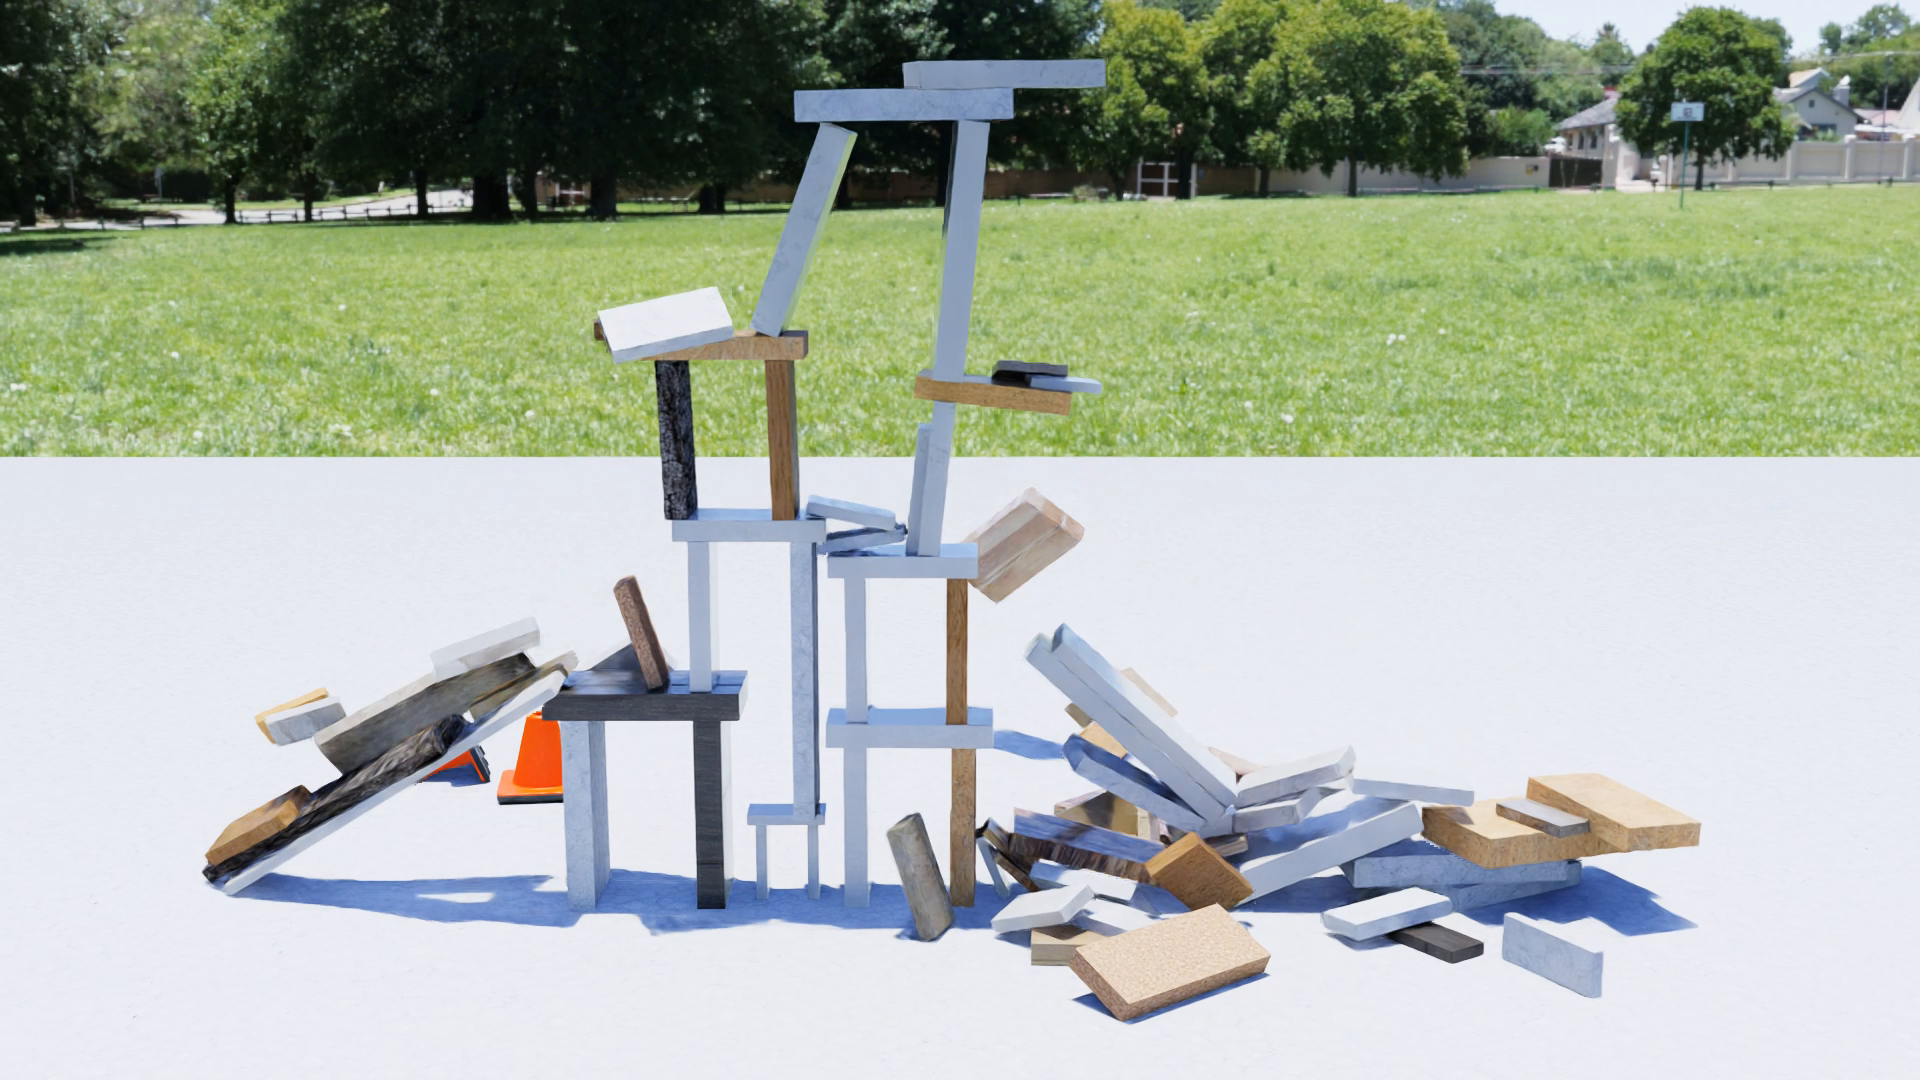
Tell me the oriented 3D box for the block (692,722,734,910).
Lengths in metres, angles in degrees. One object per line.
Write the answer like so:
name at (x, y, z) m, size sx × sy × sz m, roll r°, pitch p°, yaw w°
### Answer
block at (-0.408, 0.433, 3.644) m, size 0.045 × 0.318 × 0.159 m, roll 0°, pitch 11°, yaw 0°

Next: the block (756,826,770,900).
block at (-0.327, 0.526, 3.660) m, size 0.018 × 0.129 × 0.064 m, roll 0°, pitch 11°, yaw -1°

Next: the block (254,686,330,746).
block at (-1.107, 0.294, 3.679) m, size 0.123 × 0.062 × 0.017 m, roll -23°, pitch 46°, yaw -5°

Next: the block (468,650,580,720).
block at (-0.712, 0.237, 3.595) m, size 0.175 × 0.025 × 0.087 m, roll -26°, pitch 9°, yaw 6°

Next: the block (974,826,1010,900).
block at (0.054, 0.536, 3.659) m, size 0.016 × 0.112 × 0.056 m, roll -22°, pitch 9°, yaw 6°

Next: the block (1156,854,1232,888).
block at (0.386, 0.538, 3.684) m, size 0.135 × 0.019 × 0.068 m, roll -25°, pitch 10°, yaw 5°

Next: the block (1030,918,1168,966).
block at (0.234, 0.621, 3.404) m, size 0.247 × 0.035 × 0.123 m, roll 1°, pitch 11°, yaw 3°

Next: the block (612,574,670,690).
block at (-0.519, 0.148, 3.583) m, size 0.025 × 0.175 × 0.087 m, roll -18°, pitch 10°, yaw 3°

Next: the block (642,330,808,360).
block at (-0.372, -0.311, 3.501) m, size 0.254 × 0.036 × 0.127 m, roll 0°, pitch 11°, yaw 0°

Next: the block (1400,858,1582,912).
block at (0.895, 0.564, 3.704) m, size 0.275 × 0.039 × 0.138 m, roll -6°, pitch 12°, yaw -29°

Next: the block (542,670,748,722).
block at (-0.514, 0.255, 3.611) m, size 0.318 × 0.045 × 0.159 m, roll 0°, pitch 11°, yaw 0°

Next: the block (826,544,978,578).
block at (-0.091, 0.033, 3.556) m, size 0.241 × 0.034 × 0.121 m, roll 0°, pitch 11°, yaw 0°

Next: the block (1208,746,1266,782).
block at (0.475, 0.393, 3.753) m, size 0.114 × 0.016 × 0.057 m, roll 23°, pitch 25°, yaw -18°

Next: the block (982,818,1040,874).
block at (0.085, 0.510, 3.652) m, size 0.112 × 0.016 × 0.056 m, roll 41°, pitch 12°, yaw -5°

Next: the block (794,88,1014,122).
block at (-0.090, -0.680, 3.438) m, size 0.334 × 0.047 × 0.167 m, roll -1°, pitch 11°, yaw -3°

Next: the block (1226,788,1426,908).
block at (0.581, 0.498, 3.652) m, size 0.355 × 0.050 × 0.177 m, roll -23°, pitch 10°, yaw 5°

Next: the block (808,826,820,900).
block at (-0.243, 0.526, 3.660) m, size 0.018 × 0.129 × 0.064 m, roll 0°, pitch 11°, yaw -1°

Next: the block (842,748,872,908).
block at (-0.170, 0.457, 3.644) m, size 0.038 × 0.271 × 0.135 m, roll 0°, pitch 11°, yaw 0°

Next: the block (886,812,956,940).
block at (-0.062, 0.533, 3.486) m, size 0.026 × 0.182 × 0.091 m, roll -17°, pitch 4°, yaw 22°

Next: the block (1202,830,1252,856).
block at (0.414, 0.509, 3.646) m, size 0.135 × 0.019 × 0.068 m, roll -18°, pitch 12°, yaw 20°

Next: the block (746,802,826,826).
block at (-0.286, 0.454, 3.645) m, size 0.129 × 0.018 × 0.064 m, roll 0°, pitch 11°, yaw -1°

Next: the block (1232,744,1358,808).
block at (0.549, 0.390, 3.626) m, size 0.195 × 0.028 × 0.098 m, roll -20°, pitch 4°, yaw 26°

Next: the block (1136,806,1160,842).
block at (0.326, 0.494, 3.797) m, size 0.019 × 0.068 × 0.135 m, roll -13°, pitch 51°, yaw 16°

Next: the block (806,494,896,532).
block at (-0.175, -0.044, 3.541) m, size 0.143 × 0.020 × 0.072 m, roll 11°, pitch 10°, yaw -3°

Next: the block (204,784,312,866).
block at (-1.177, 0.478, 3.688) m, size 0.181 × 0.026 × 0.090 m, roll -27°, pitch 20°, yaw 25°

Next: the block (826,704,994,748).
block at (-0.081, 0.305, 3.613) m, size 0.271 × 0.038 × 0.135 m, roll 0°, pitch 11°, yaw 0°

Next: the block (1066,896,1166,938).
block at (0.240, 0.591, 3.411) m, size 0.079 × 0.022 × 0.158 m, roll -10°, pitch 15°, yaw -43°

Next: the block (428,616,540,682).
block at (-0.765, 0.176, 3.547) m, size 0.175 × 0.025 × 0.087 m, roll -20°, pitch -16°, yaw -16°

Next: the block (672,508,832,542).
block at (-0.334, -0.025, 3.552) m, size 0.246 × 0.035 × 0.123 m, roll 0°, pitch 11°, yaw 1°

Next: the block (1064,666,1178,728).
block at (0.339, 0.358, 4.585) m, size 0.145 × 0.041 × 0.290 m, roll 44°, pitch 25°, yaw 13°

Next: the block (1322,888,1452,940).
block at (0.676, 0.591, 3.481) m, size 0.183 × 0.026 × 0.091 m, roll -10°, pitch 7°, yaw -25°

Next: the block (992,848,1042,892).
block at (0.102, 0.551, 3.644) m, size 0.112 × 0.016 × 0.056 m, roll 41°, pitch 10°, yaw -5°

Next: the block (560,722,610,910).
block at (-0.620, 0.433, 3.644) m, size 0.045 × 0.318 × 0.159 m, roll 0°, pitch 11°, yaw 0°

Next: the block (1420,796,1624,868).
block at (0.965, 0.476, 3.646) m, size 0.355 × 0.050 × 0.177 m, roll -2°, pitch 11°, yaw -24°

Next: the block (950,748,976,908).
block at (0.006, 0.456, 3.647) m, size 0.038 × 0.271 × 0.135 m, roll 1°, pitch 11°, yaw 2°

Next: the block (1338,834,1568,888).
block at (0.813, 0.522, 3.682) m, size 0.355 × 0.050 × 0.177 m, roll -1°, pitch 11°, yaw -4°

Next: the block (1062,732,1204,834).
block at (0.284, 0.401, 3.609) m, size 0.234 × 0.033 × 0.117 m, roll 29°, pitch 9°, yaw -13°

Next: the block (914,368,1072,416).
block at (0.055, -0.237, 3.514) m, size 0.247 × 0.035 × 0.123 m, roll 7°, pitch 11°, yaw 3°

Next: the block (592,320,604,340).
block at (-0.488, -0.345, 3.507) m, size 0.192 × 0.027 × 0.096 m, roll -7°, pitch 11°, yaw -9°
